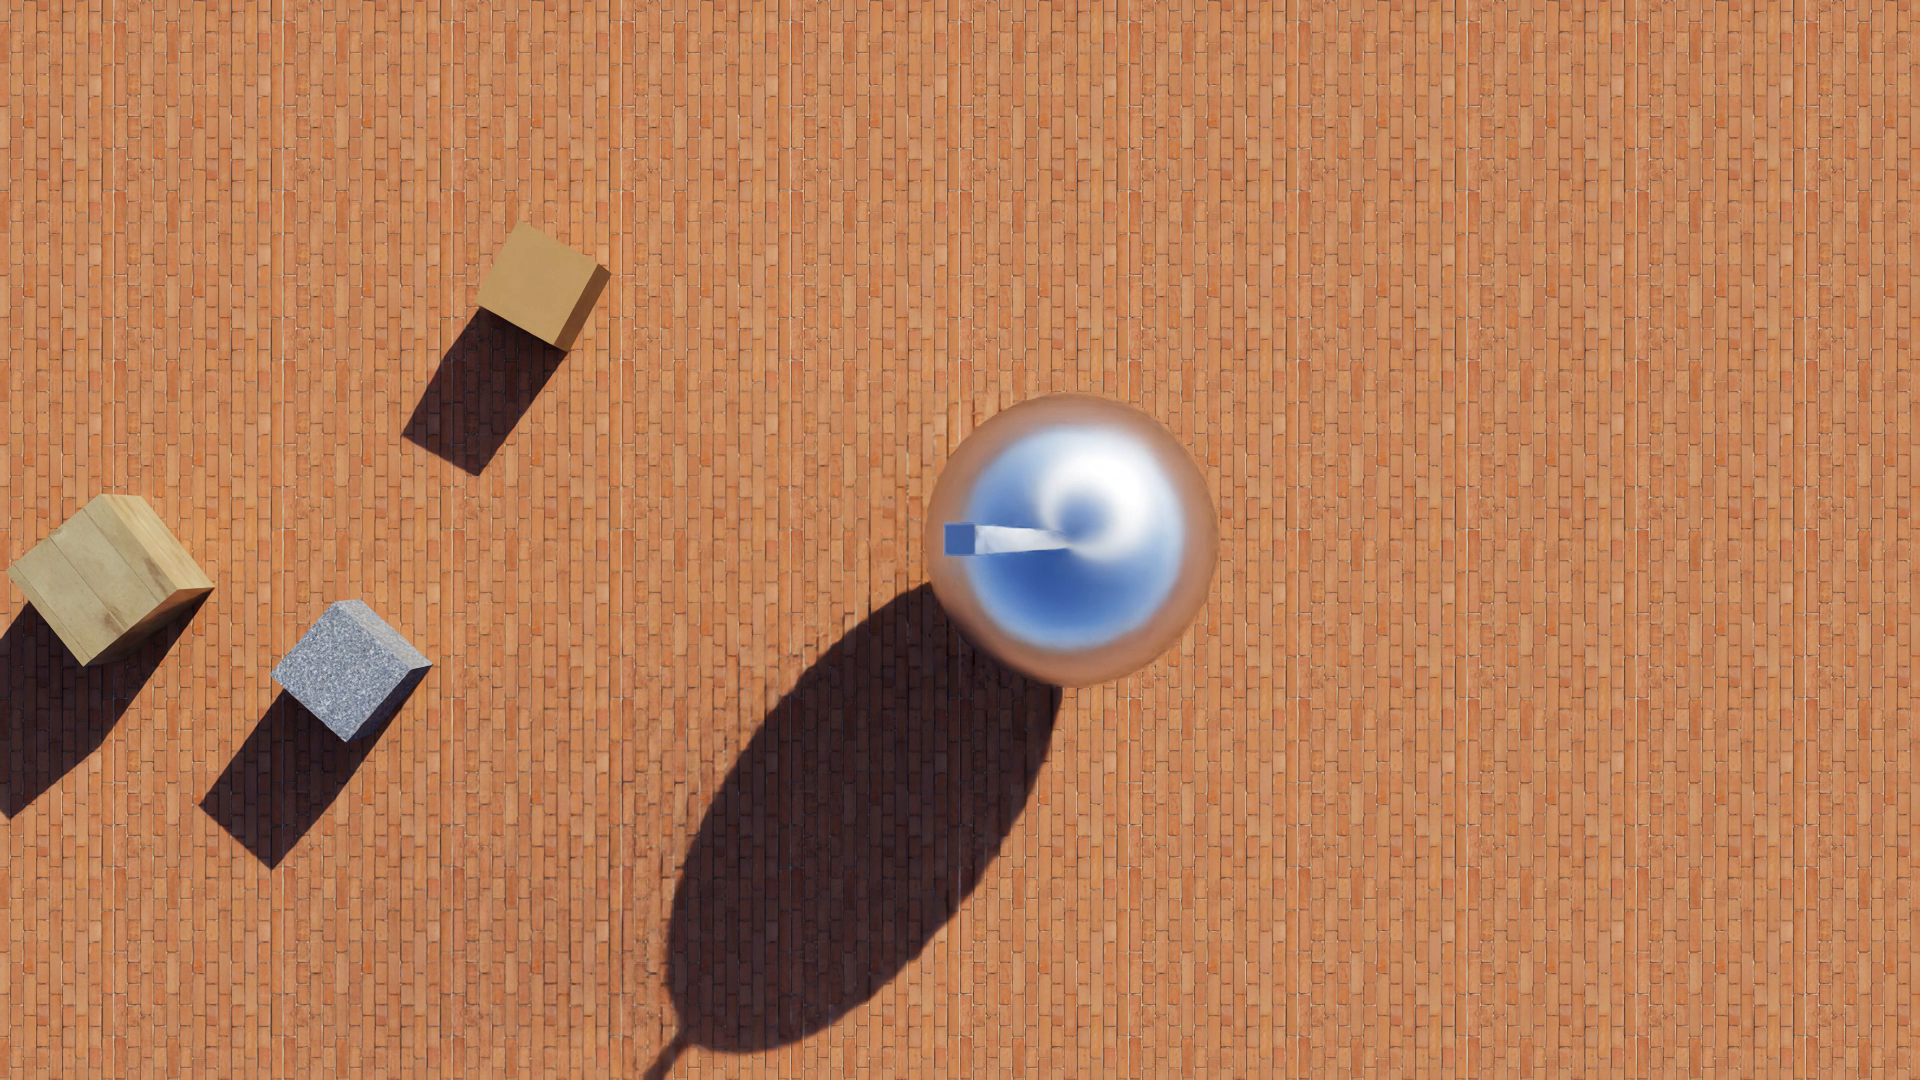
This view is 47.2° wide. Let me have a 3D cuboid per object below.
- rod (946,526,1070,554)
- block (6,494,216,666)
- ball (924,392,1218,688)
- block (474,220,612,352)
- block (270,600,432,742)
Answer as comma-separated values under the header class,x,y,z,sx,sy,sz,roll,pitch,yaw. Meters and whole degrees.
class,x,y,z,sx,sy,sz,roll,pitch,yaw
rod,0.260,0.000,8.561,0.080,5.200,0.080,0,90,6
block,-4.887,0.226,12.687,0.688,0.627,0.694,-39,90,0
ball,0.601,0.000,11.944,1.600,1.600,1.600,0,90,0
block,-2.413,-1.466,12.755,0.518,0.489,0.534,29,90,0
block,-3.514,0.749,12.732,0.582,0.536,0.554,42,90,0
